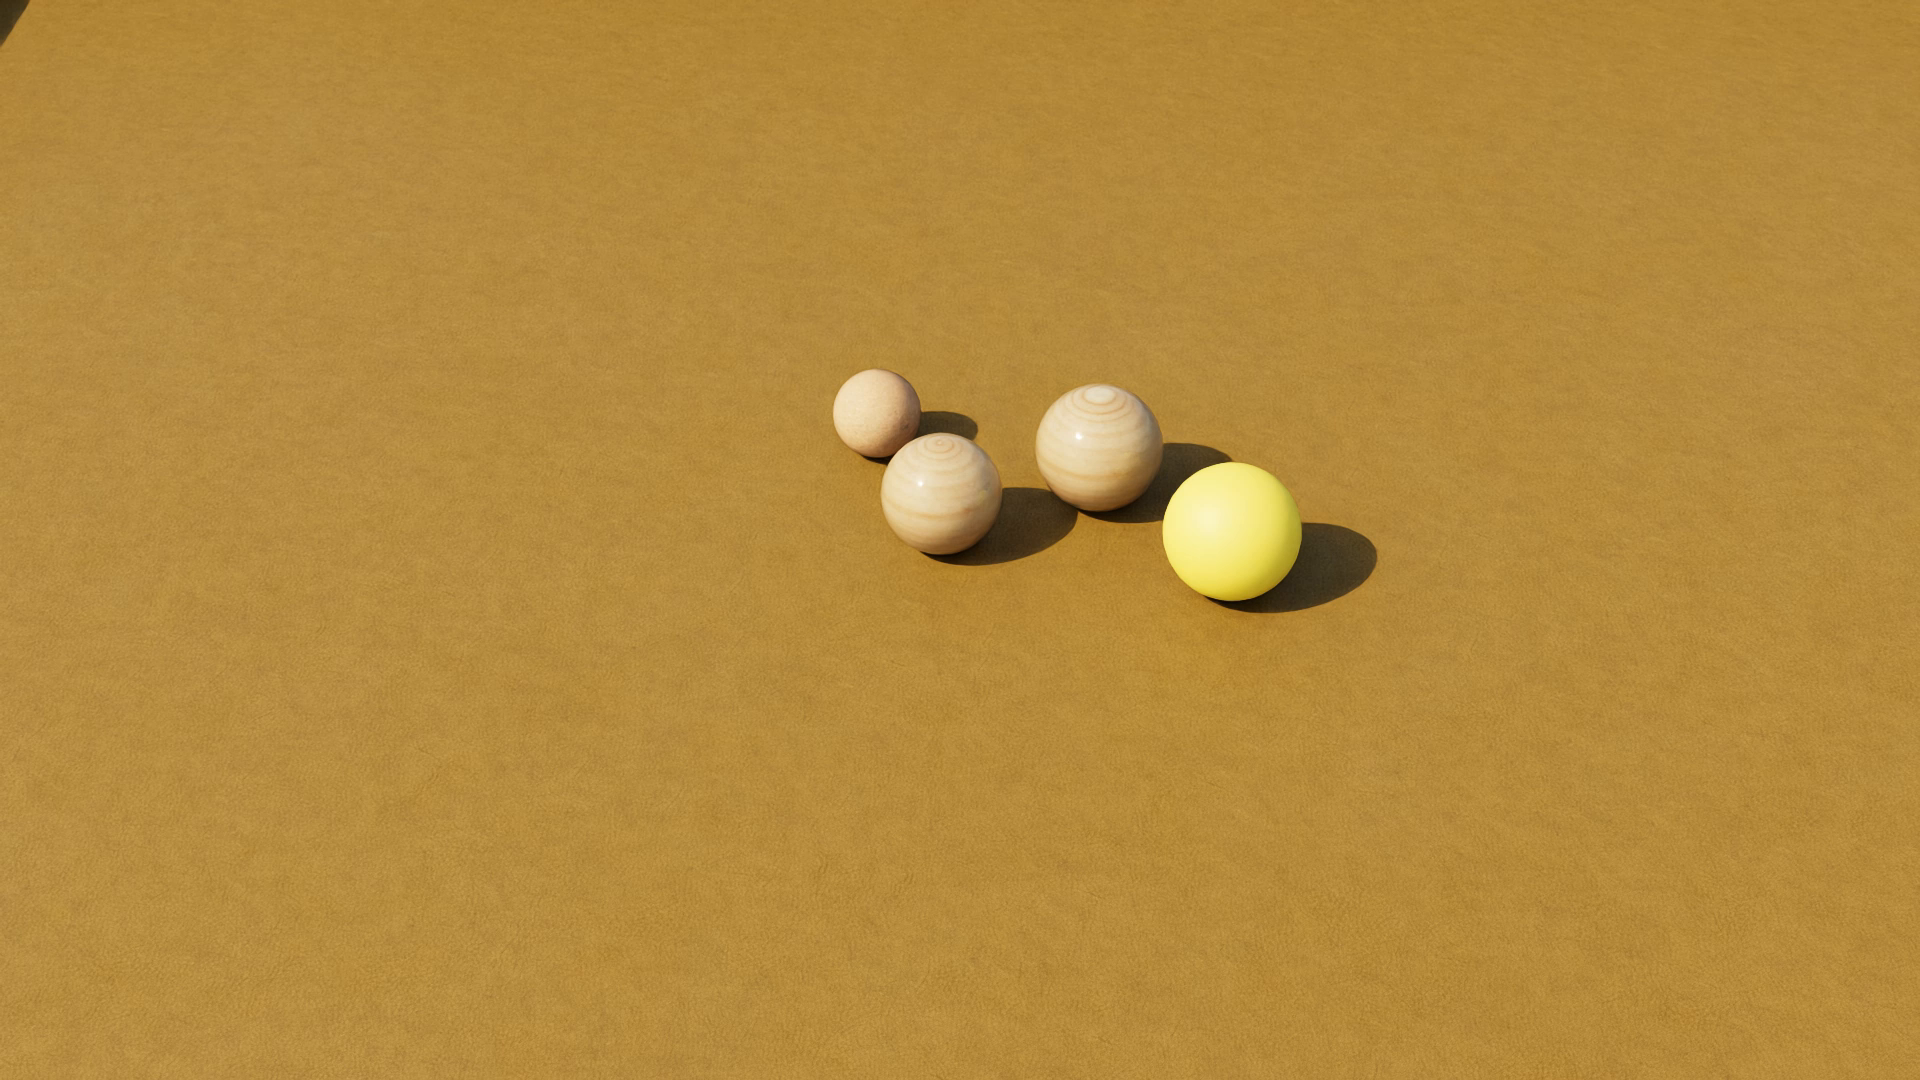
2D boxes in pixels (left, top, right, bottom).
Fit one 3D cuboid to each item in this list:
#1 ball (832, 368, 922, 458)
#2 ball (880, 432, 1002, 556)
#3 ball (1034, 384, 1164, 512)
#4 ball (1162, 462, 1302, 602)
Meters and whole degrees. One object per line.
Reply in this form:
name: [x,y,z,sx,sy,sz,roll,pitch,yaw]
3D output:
ball: [-0.056,-0.085,1.729,0.060,0.060,0.060,0,36,0]
ball: [-0.012,-0.029,1.638,0.078,0.078,0.078,0,36,0]
ball: [0.091,-0.060,1.675,0.084,0.084,0.084,0,36,0]
ball: [0.169,-0.005,1.597,0.087,0.087,0.087,0,36,0]
